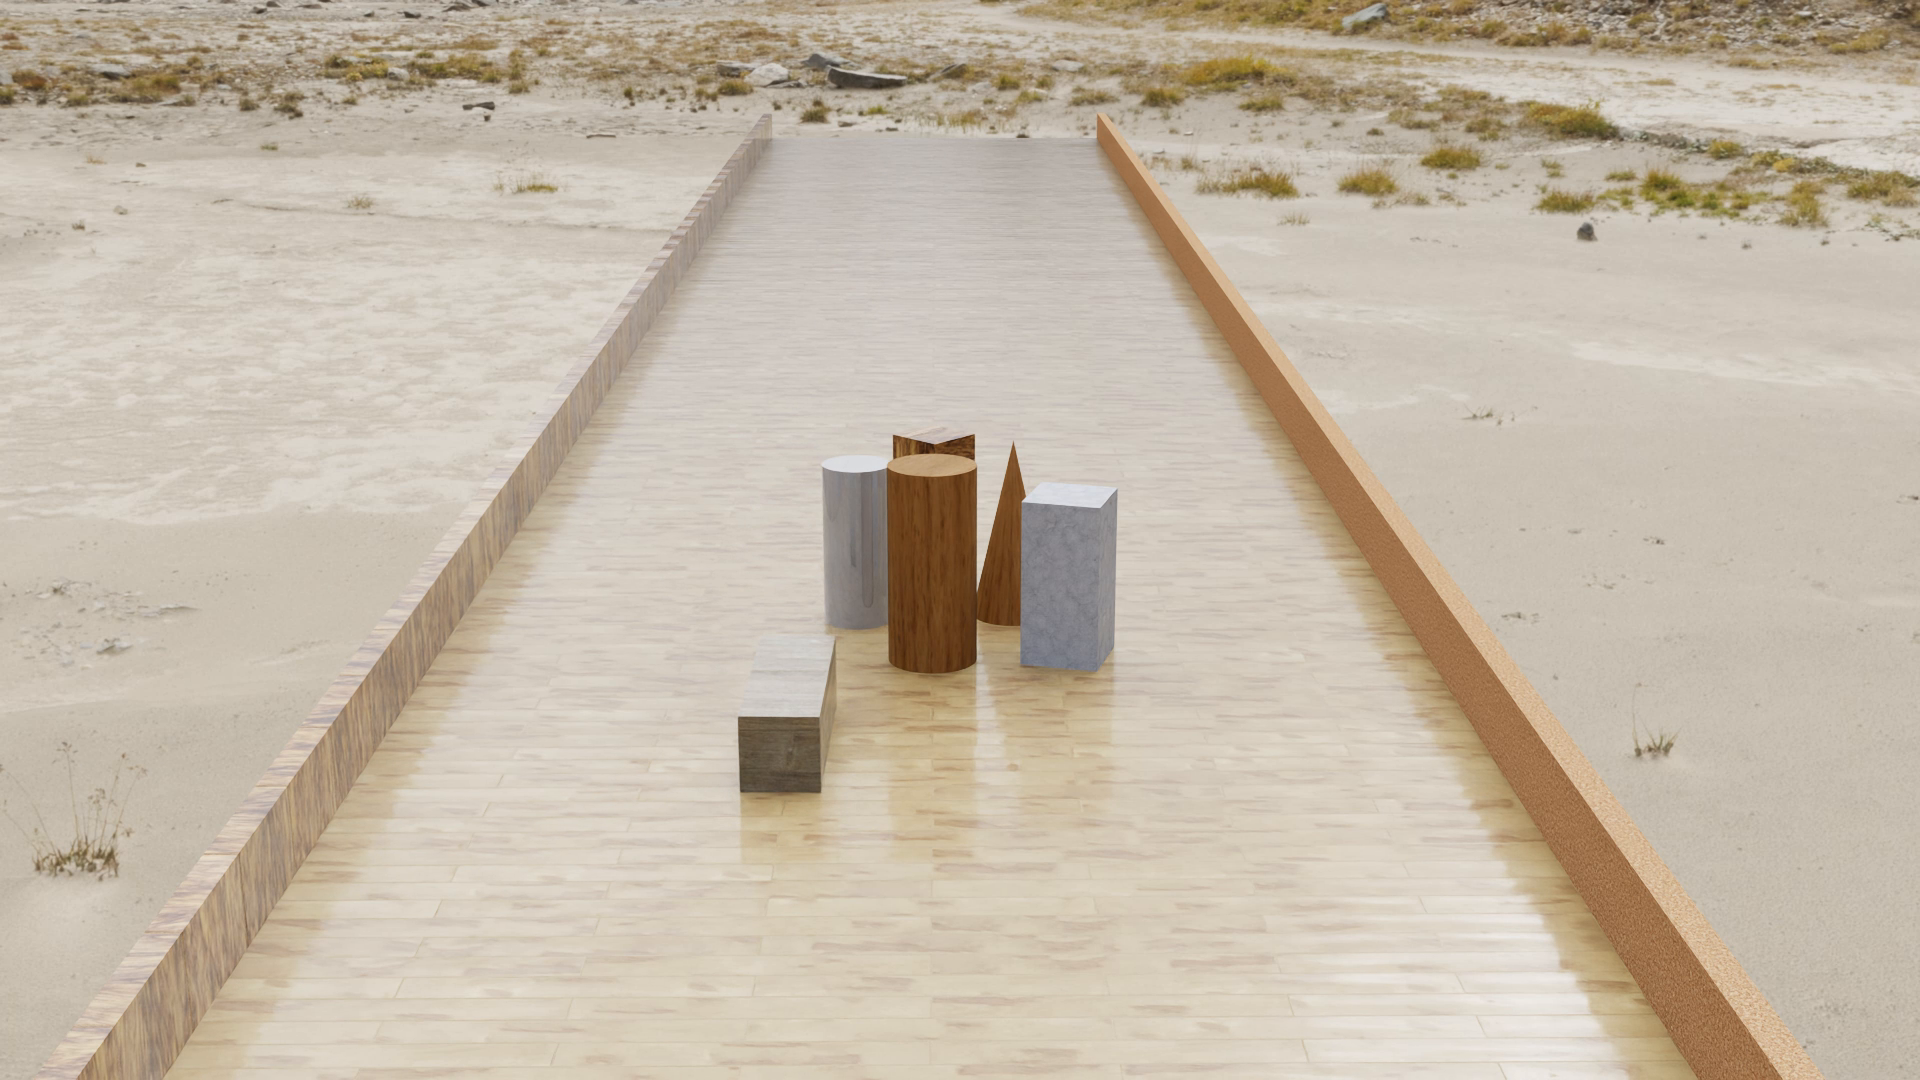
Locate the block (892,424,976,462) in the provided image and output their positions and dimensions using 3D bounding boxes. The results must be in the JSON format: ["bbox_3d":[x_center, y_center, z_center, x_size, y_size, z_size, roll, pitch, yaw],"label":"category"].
[{"bbox_3d":[-0.057,-0.069,4.861,0.127,0.340,0.127,15,22,41],"label":"block"}]

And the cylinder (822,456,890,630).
[{"bbox_3d":[-0.216,0.004,4.618,0.144,0.340,0.144,0,17,0],"label":"cylinder"}]

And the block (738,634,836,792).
[{"bbox_3d":[-0.306,0.306,3.954,0.139,0.139,0.425,0,17,1],"label":"block"}]

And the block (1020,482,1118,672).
[{"bbox_3d":[0.218,0.072,4.395,0.157,0.337,0.157,5,17,16],"label":"block"}]

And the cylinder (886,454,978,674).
[{"bbox_3d":[-0.055,0.046,4.368,0.177,0.402,0.177,0,17,0],"label":"cylinder"}]

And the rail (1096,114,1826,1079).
[{"bbox_3d":[0.932,-0.844,7.801,0.050,0.150,12.000,0,17,-1],"label":"rail"}]

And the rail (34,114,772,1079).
[{"bbox_3d":[-1.118,-0.838,7.780,0.050,0.150,12.000,0,17,-1],"label":"rail"}]

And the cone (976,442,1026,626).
[{"bbox_3d":[0.112,-0.026,4.647,0.171,0.381,0.171,0,17,0],"label":"cone"}]
